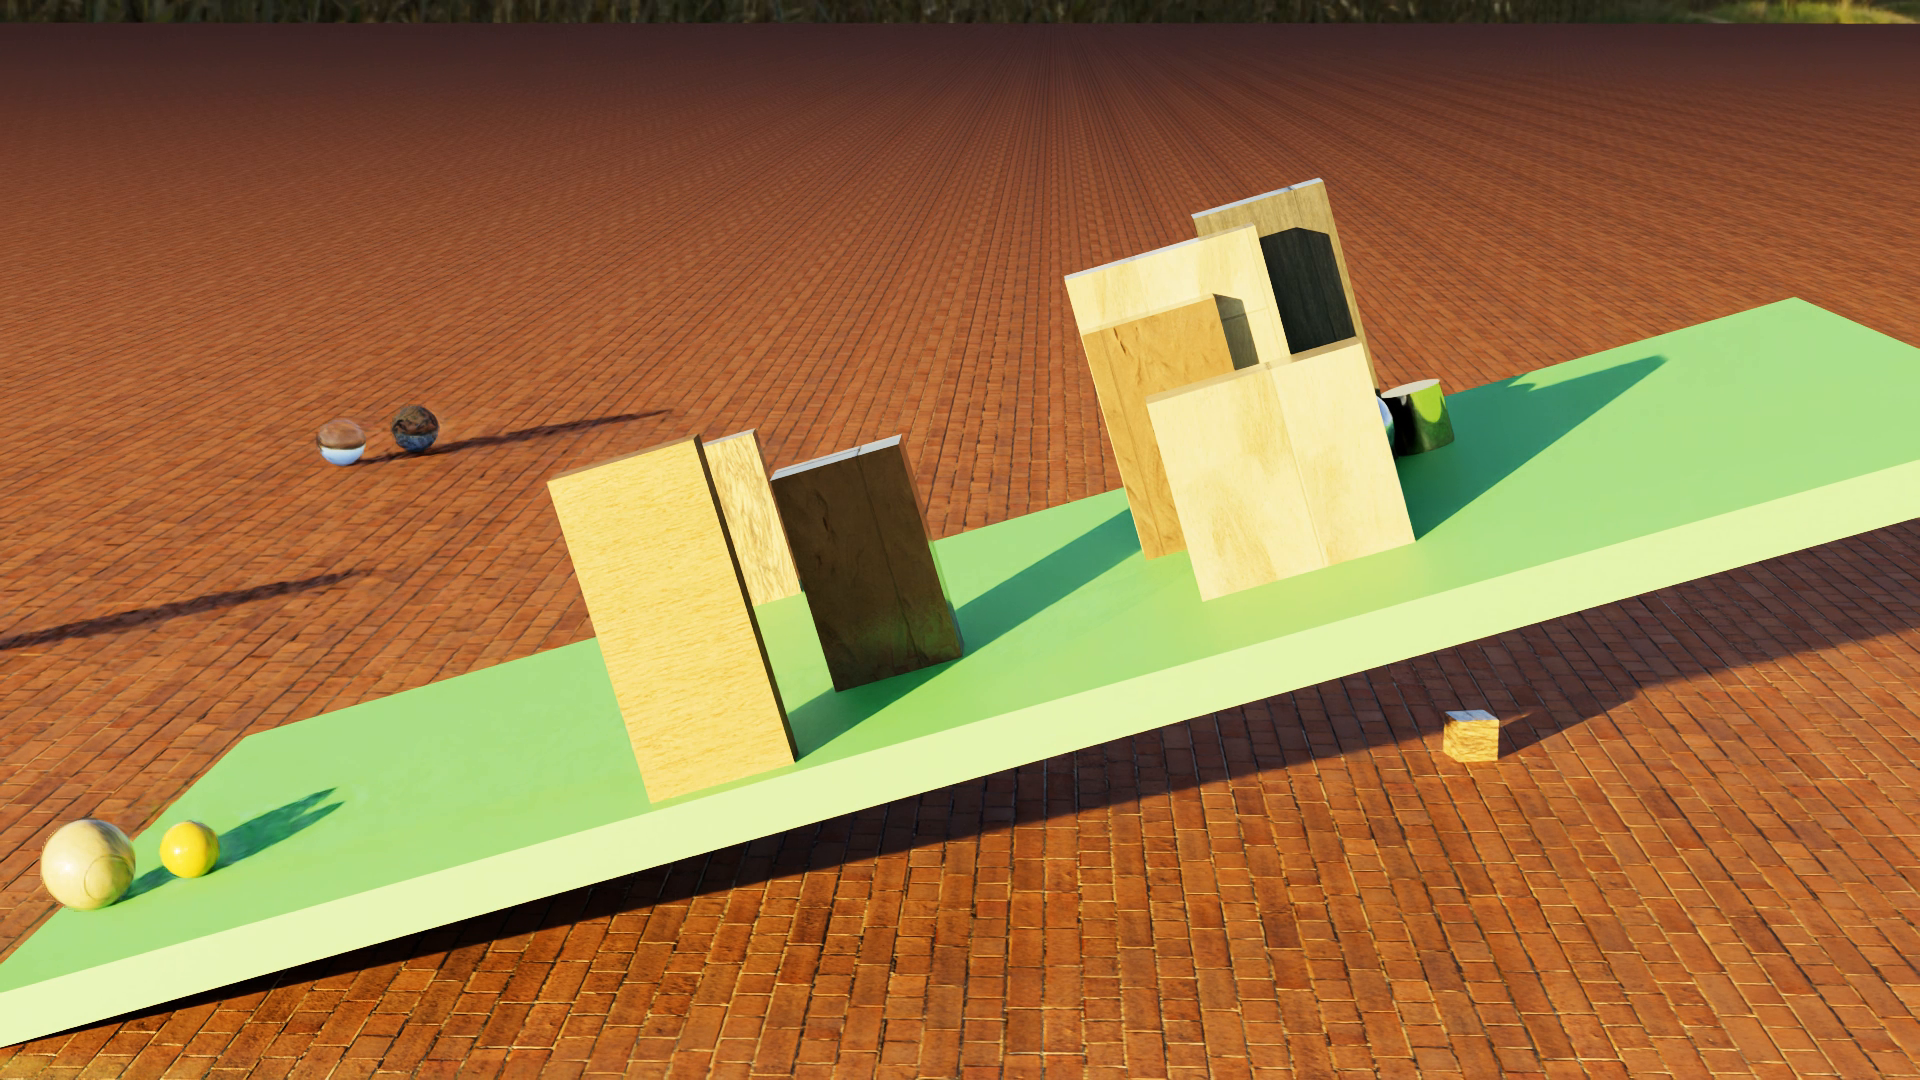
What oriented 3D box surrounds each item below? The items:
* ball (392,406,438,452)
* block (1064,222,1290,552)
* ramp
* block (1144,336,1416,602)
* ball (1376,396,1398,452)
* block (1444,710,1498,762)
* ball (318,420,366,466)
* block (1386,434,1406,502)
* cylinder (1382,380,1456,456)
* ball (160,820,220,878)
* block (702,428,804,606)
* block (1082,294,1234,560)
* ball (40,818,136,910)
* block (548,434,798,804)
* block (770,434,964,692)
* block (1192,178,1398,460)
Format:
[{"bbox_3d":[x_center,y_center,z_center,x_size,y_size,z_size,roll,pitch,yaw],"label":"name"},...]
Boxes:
[{"bbox_3d":[-2.332,-0.475,12.596,0.198,0.198,0.198,0,11,0],"label":"ball"},{"bbox_3d":[0.514,-0.329,6.375,0.420,0.617,0.101,-16,10,5],"label":"block"},{"bbox_3d":[0.090,0.187,6.320,4.000,0.100,2.000,-16,10,5],"label":"ramp"},{"bbox_3d":[0.625,-0.139,5.760,0.429,0.404,0.114,-16,10,5],"label":"block"},{"bbox_3d":[0.861,-0.234,6.487,0.204,0.204,0.204,0,11,0],"label":"ball"},{"bbox_3d":[1.326,0.508,7.634,0.107,0.107,0.107,-2,11,-11],"label":"block"},{"bbox_3d":[-2.573,-0.406,12.236,0.195,0.195,0.195,0,11,0],"label":"ball"},{"bbox_3d":[0.819,-0.114,6.056,0.147,0.147,0.147,-14,10,18],"label":"block"},{"bbox_3d":[1.032,-0.276,6.633,0.138,0.138,0.138,-16,10,3],"label":"cylinder"},{"bbox_3d":[-1.563,0.628,5.972,0.117,0.117,0.117,0,11,0],"label":"ball"},{"bbox_3d":[-0.618,-0.022,7.165,0.371,0.408,0.085,-16,10,5],"label":"block"},{"bbox_3d":[0.469,-0.242,6.294,0.290,0.505,0.092,-16,10,5],"label":"block"},{"bbox_3d":[-1.763,0.656,5.951,0.185,0.185,0.185,0,11,0],"label":"ball"},{"bbox_3d":[-0.527,0.146,5.427,0.280,0.629,0.084,-16,10,5],"label":"block"},{"bbox_3d":[-0.184,0.047,5.935,0.266,0.451,0.129,-16,10,5],"label":"block"},{"bbox_3d":[0.752,-0.457,6.611,0.297,0.645,0.115,-16,10,5],"label":"block"}]
